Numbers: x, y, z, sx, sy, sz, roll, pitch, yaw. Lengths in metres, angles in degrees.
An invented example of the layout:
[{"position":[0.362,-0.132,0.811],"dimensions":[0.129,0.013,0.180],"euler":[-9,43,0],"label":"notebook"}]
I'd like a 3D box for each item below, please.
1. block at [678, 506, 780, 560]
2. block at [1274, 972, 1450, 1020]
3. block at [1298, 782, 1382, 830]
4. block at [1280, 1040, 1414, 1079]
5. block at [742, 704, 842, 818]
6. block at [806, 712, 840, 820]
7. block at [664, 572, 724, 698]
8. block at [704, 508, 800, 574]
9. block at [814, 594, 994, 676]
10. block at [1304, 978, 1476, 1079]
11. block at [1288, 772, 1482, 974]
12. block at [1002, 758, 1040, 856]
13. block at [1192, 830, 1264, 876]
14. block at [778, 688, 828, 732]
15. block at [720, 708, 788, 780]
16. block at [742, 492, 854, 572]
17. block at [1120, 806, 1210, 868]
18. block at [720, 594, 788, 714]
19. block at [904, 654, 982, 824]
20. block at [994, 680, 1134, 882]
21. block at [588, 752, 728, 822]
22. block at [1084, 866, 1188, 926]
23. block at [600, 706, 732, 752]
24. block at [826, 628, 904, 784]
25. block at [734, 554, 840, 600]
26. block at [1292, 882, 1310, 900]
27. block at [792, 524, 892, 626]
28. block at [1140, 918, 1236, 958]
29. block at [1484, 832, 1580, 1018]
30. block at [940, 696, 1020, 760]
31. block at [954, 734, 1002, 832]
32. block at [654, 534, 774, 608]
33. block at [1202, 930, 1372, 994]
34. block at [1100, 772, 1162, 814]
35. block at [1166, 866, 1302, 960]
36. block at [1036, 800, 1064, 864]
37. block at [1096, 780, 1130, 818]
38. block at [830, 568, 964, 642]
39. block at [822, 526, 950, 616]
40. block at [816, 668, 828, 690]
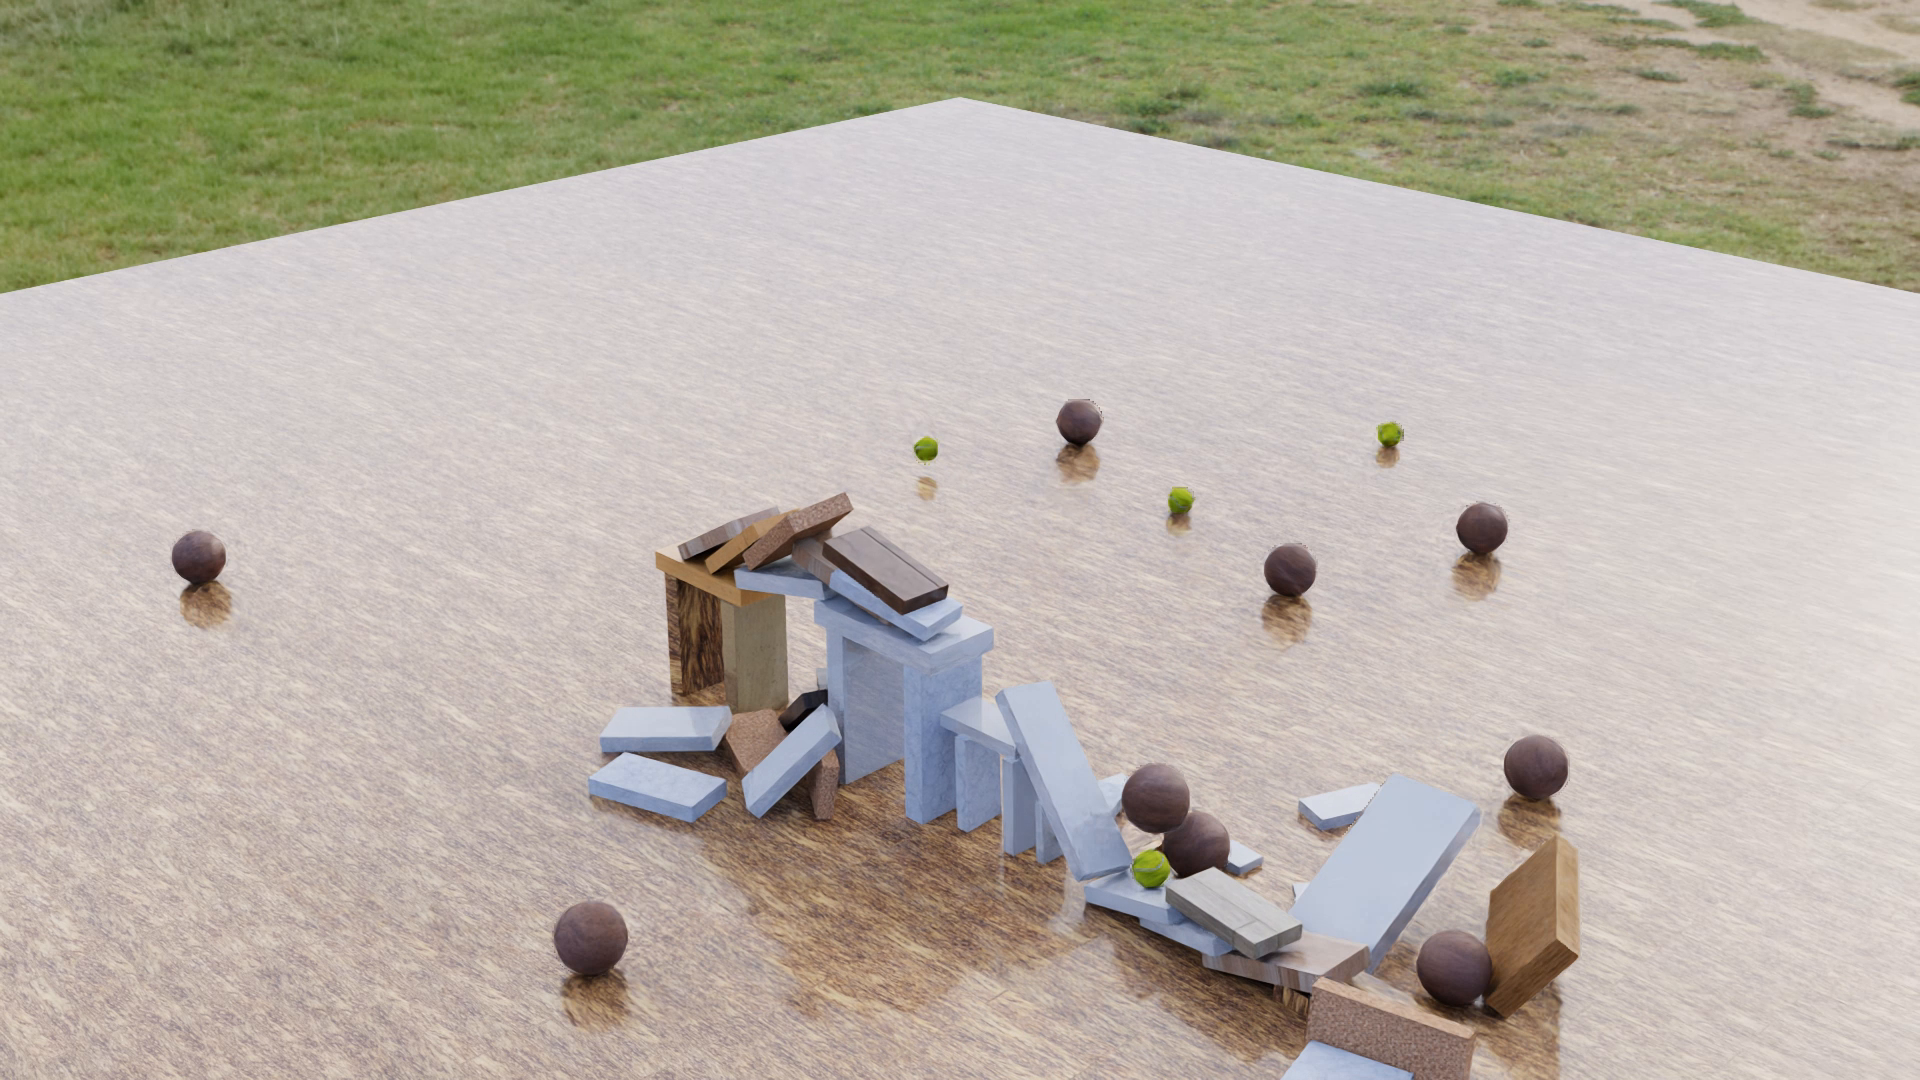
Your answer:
[{"position":[-0.497,-0.014,4.738],"dimensions":[0.120,0.034,0.239],"euler":[-20,-1,-39],"label":"block"},{"position":[0.692,0.809,3.805],"dimensions":[0.136,0.039,0.272],"euler":[-20,30,-39],"label":"block"},{"position":[0.787,0.539,4.457],"dimensions":[0.180,0.025,0.090],"euler":[-9,25,-21],"label":"block"},{"position":[0.569,0.934,3.494],"dimensions":[0.180,0.051,0.359],"euler":[13,26,29],"label":"block"},{"position":[-0.343,0.448,4.466],"dimensions":[0.238,0.034,0.119],"euler":[-44,24,8],"label":"block"},{"position":[-0.287,0.462,4.516],"dimensions":[0.034,0.119,0.238],"euler":[4,22,-13],"label":"block"},{"position":[-0.584,0.191,4.934],"dimensions":[0.147,0.294,0.042],"euler":[-21,31,-41],"label":"block"},{"position":[-0.436,0.003,4.667],"dimensions":[0.120,0.034,0.239],"euler":[-20,-7,-37],"label":"block"},{"position":[-0.115,0.171,4.415],"dimensions":[0.172,0.049,0.344],"euler":[-21,31,-40],"label":"block"},{"position":[0.706,0.830,3.626],"dimensions":[0.272,0.136,0.039],"euler":[14,21,30],"label":"block"},{"position":[0.774,0.613,4.044],"dimensions":[0.180,0.051,0.405],"euler":[20,54,38],"label":"block"},{"position":[0.131,0.507,4.305],"dimensions":[0.102,0.203,0.029],"euler":[-19,28,-38],"label":"block"},{"position":[0.522,0.611,4.298],"dimensions":[0.065,0.018,0.130],"euler":[-18,29,-36],"label":"block"},{"position":[-0.304,0.361,4.686],"dimensions":[0.119,0.034,0.238],"euler":[-9,-14,-21],"label":"block"},{"position":[-0.428,0.439,4.679],"dimensions":[0.127,0.036,0.255],"euler":[-8,24,-18],"label":"block"},{"position":[-0.336,-0.016,4.529],"dimensions":[0.141,0.040,0.282],"euler":[-23,-6,-29],"label":"block"},{"position":[0.365,0.594,4.329],"dimensions":[0.264,0.025,0.090],"euler":[-18,29,-36],"label":"block"},{"position":[-0.447,0.245,4.807],"dimensions":[0.042,0.294,0.147],"euler":[21,30,40],"label":"block"},{"position":[-0.033,0.383,4.419],"dimensions":[0.049,0.344,0.172],"euler":[21,31,41],"label":"block"},{"position":[0.198,0.458,4.216],"dimensions":[0.120,0.034,0.401],"euler":[-7,61,-36],"label":"block"},{"position":[-0.621,0.507,4.520],"dimensions":[0.255,0.036,0.127],"euler":[12,26,25],"label":"block"},{"position":[0.350,0.660,4.085],"dimensions":[0.116,0.033,0.231],"euler":[-16,13,-35],"label":"block"},{"position":[-0.629,0.405,4.709],"dimensions":[0.255,0.036,0.127],"euler":[-2,26,15],"label":"block"},{"position":[-0.194,0.320,4.567],"dimensions":[0.049,0.344,0.172],"euler":[21,31,40],"label":"block"},{"position":[-0.327,0.074,4.599],"dimensions":[0.282,0.040,0.141],"euler":[6,20,45],"label":"block"},{"position":[0.658,0.679,4.144],"dimensions":[0.049,0.014,0.098],"euler":[0,23,-1],"label":"block"},{"position":[-0.194,0.068,4.463],"dimensions":[0.282,0.040,0.141],"euler":[33,38,31],"label":"block"},{"position":[0.438,0.697,4.000],"dimensions":[0.116,0.033,0.231],"euler":[-14,12,-28],"label":"block"},{"position":[1.022,0.684,3.926],"dimensions":[0.051,0.180,0.359],"euler":[39,27,-3],"label":"block"},{"position":[0.068,0.369,4.330],"dimensions":[0.203,0.029,0.102],"euler":[21,31,40],"label":"block"},{"position":[0.037,0.470,4.391],"dimensions":[0.029,0.203,0.102],"euler":[17,28,39],"label":"block"},{"position":[-0.516,0.063,4.804],"dimensions":[0.147,0.042,0.294],"euler":[-21,31,-40],"label":"block"},{"position":[0.574,0.736,3.891],"dimensions":[0.136,0.039,0.272],"euler":[-20,16,-40],"label":"block"},{"position":[0.346,0.520,4.511],"dimensions":[0.065,0.018,0.130],"euler":[-15,27,-31],"label":"block"},{"position":[0.486,0.663,3.920],"dimensions":[0.116,0.033,0.231],"euler":[-15,27,-33],"label":"block"},{"position":[0.177,0.559,4.276],"dimensions":[0.065,0.130,0.018],"euler":[-21,28,-41],"label":"block"},{"position":[0.245,0.521,4.475],"dimensions":[0.180,0.025,0.090],"euler":[8,30,26],"label":"block"},{"position":[-0.126,0.110,4.346],"dimensions":[0.240,0.034,0.120],"euler":[28,35,25],"label":"block"},{"position":[-0.149,0.059,4.357],"dimensions":[0.120,0.034,0.240],"euler":[-20,44,-41],"label":"block"},{"position":[-0.200,0.323,4.955],"dimensions":[0.239,0.034,0.120],"euler":[-3,23,-7],"label":"block"}]
